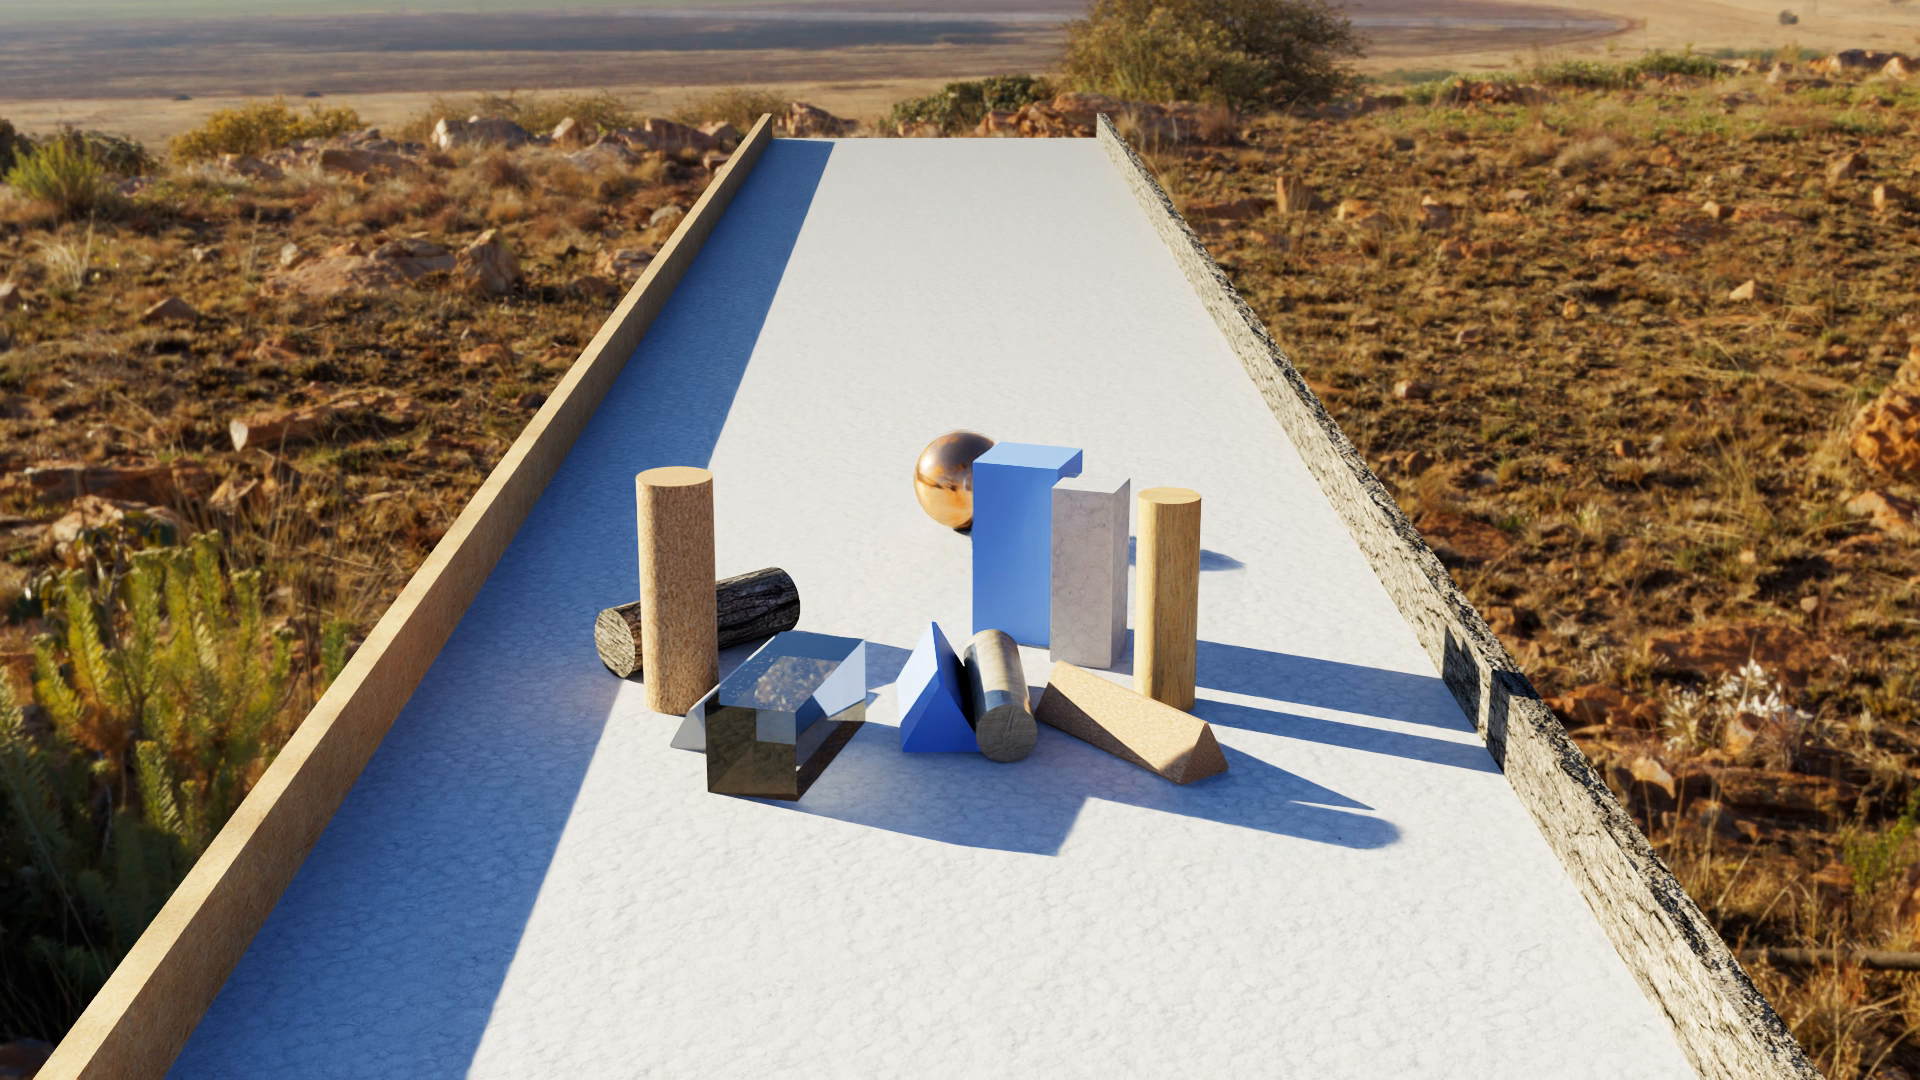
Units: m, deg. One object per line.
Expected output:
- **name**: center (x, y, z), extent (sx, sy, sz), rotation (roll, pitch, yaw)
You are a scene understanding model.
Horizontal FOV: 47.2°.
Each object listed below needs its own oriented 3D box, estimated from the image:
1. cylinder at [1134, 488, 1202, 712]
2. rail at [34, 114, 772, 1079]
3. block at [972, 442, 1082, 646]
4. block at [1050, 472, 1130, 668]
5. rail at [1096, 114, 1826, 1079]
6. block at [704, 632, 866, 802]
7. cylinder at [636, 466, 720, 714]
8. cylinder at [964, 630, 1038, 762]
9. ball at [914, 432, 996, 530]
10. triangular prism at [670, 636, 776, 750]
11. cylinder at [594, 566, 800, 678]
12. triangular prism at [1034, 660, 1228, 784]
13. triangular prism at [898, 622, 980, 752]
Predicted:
- **cylinder**: center (0.387, 0.114, 4.122), extent (0.117, 0.411, 0.117), rotation (0, 17, 0)
- **rail**: center (-1.118, -0.838, 7.780), extent (0.050, 0.150, 12.000), rotation (0, 17, -1)
- **block**: center (0.140, 0.007, 4.545), extent (0.179, 0.376, 0.179), rotation (6, 17, 18)
- **block**: center (0.259, 0.060, 4.390), extent (0.126, 0.362, 0.126), rotation (6, 17, 18)
- **rail**: center (0.932, -0.844, 7.801), extent (0.050, 0.150, 12.000), rotation (0, 17, -1)
- **block**: center (-0.304, 0.307, 3.909), extent (0.163, 0.163, 0.389), rotation (4, 17, 14)
- **cylinder**: center (-0.528, 0.095, 4.128), extent (0.141, 0.444, 0.141), rotation (0, 17, 0)
- **cylinder**: center (0.072, 0.284, 4.080), extent (0.109, 0.109, 0.412), rotation (-1, 17, -3)
- **ball**: center (0.006, -0.144, 5.298), extent (0.235, 0.235, 0.235), rotation (0, 17, 0)
- **triangular prism**: center (-0.422, 0.283, 4.133), extent (0.089, 0.077, 0.413), rotation (5, 17, 16)
- **cylinder**: center (-0.526, 0.163, 4.438), extent (0.410, 0.138, 0.138), rotation (-15, 22, -41)
- **triangular prism**: center (0.305, 0.319, 3.969), extent (0.117, 0.101, 0.400), rotation (-12, 20, -35)
- **triangular prism**: center (-0.041, 0.267, 4.099), extent (0.143, 0.124, 0.356), rotation (-1, 17, -3)
